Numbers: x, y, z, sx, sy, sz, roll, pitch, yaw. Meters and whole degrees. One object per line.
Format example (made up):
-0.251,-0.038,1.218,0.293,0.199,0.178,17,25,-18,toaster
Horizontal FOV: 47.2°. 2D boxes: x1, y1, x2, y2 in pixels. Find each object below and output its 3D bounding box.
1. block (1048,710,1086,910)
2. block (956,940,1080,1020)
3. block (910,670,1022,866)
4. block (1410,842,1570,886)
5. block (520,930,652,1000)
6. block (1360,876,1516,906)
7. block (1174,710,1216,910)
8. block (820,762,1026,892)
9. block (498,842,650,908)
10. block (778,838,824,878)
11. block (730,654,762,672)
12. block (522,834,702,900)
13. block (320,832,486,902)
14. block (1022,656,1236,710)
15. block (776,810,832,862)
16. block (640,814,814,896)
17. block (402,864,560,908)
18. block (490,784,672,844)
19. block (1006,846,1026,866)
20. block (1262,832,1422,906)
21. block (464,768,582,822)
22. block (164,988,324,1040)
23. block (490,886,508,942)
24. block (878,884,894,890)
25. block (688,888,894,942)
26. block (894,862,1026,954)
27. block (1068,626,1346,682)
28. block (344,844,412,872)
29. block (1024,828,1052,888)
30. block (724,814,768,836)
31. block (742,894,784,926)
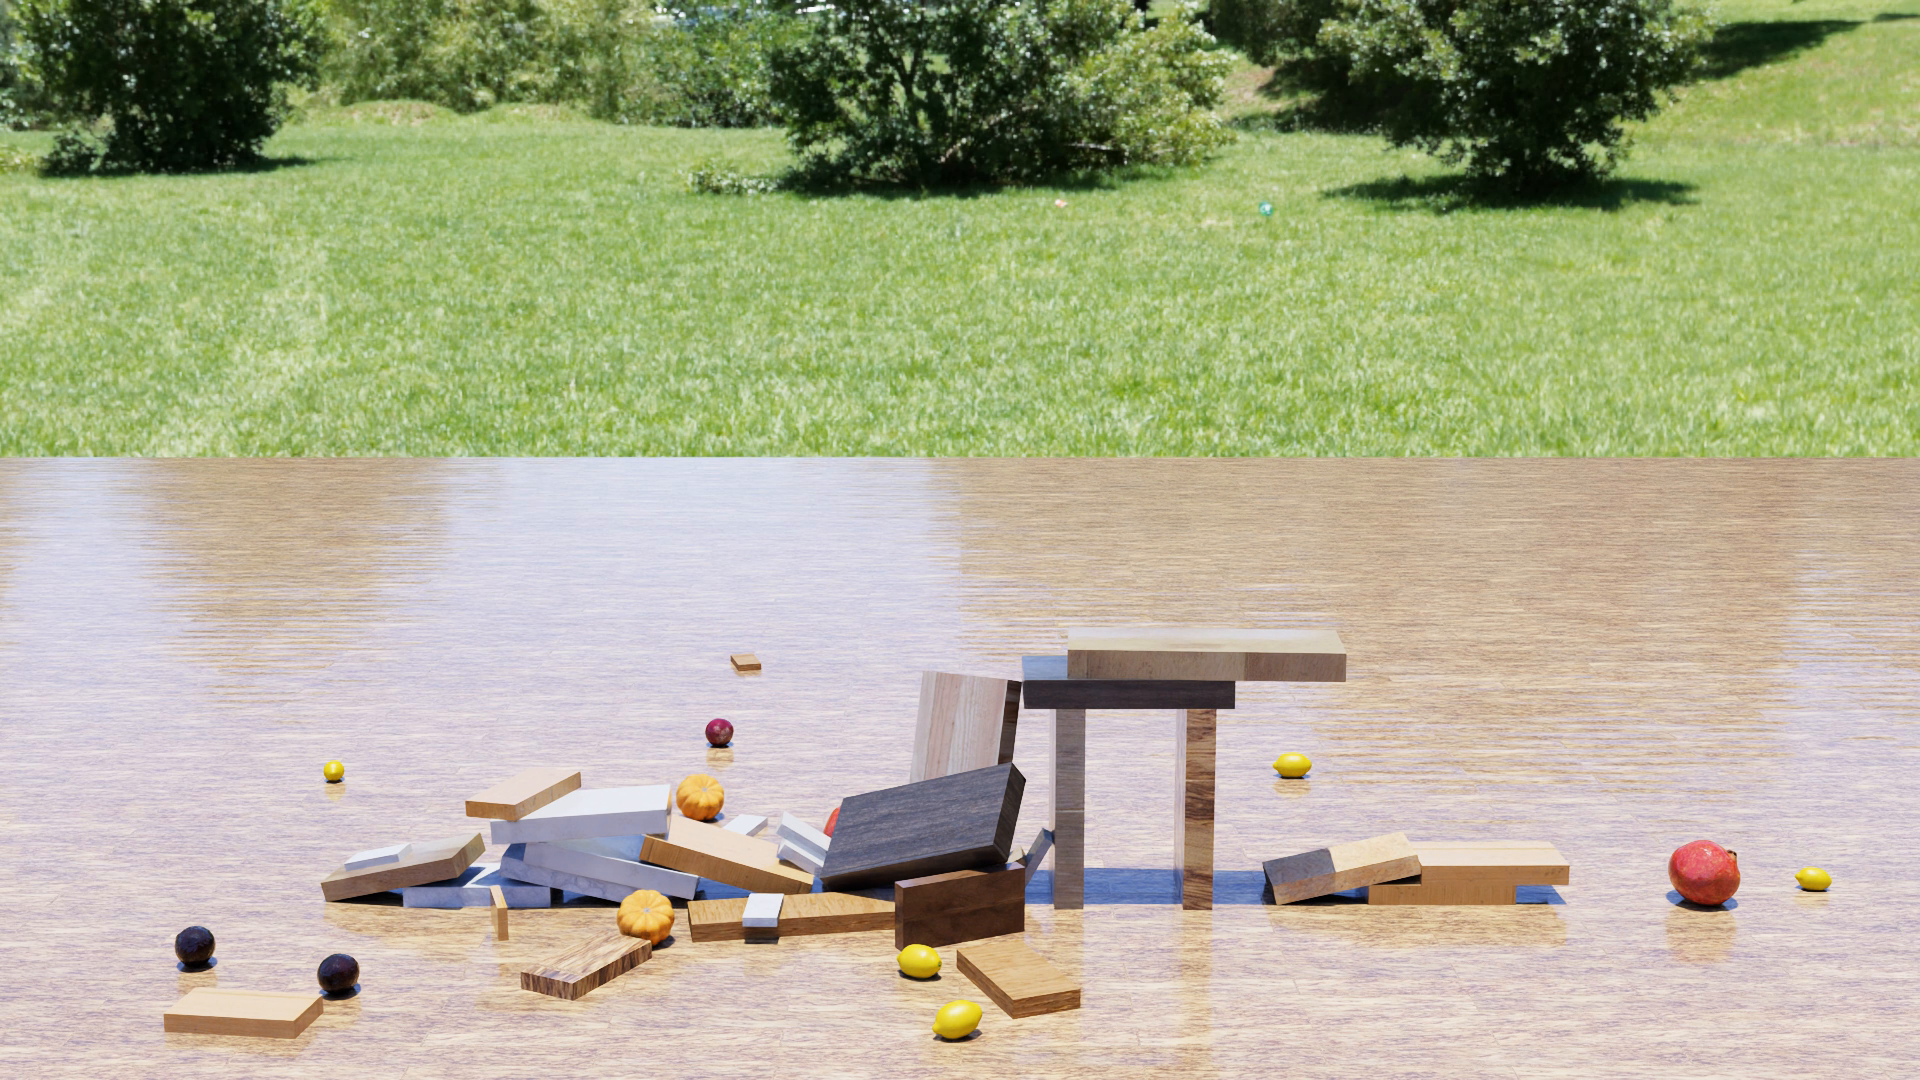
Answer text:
0.177,0.422,3.646,0.048,0.338,0.169,0,11,-1,block
0.085,0.650,3.263,0.107,0.030,0.213,-4,11,-22,block
0.000,0.393,3.665,0.167,0.334,0.047,4,-6,32,block
0.877,0.539,3.664,0.242,0.034,0.121,0,11,-1,block
-0.562,0.641,3.319,0.097,0.027,0.194,6,12,28,block
0.792,0.572,3.670,0.242,0.034,0.121,0,11,0,block
0.388,0.423,3.643,0.048,0.338,0.169,0,11,0,block
-0.061,0.471,3.582,0.334,0.047,0.167,-15,39,29,block
-0.634,0.548,3.657,0.240,0.034,0.120,13,10,-1,block
-0.236,0.542,3.677,0.141,0.020,0.071,32,9,-6,block
-0.510,0.291,5.238,0.054,0.015,0.109,-3,11,-16,block
-0.569,0.525,3.654,0.284,0.040,0.142,13,10,-2,block
-0.925,0.543,3.656,0.240,0.034,0.120,-12,11,13,block
0.272,0.233,3.609,0.338,0.048,0.169,0,11,0,block
-0.242,0.510,3.698,0.141,0.020,0.071,32,9,-6,block
-0.385,0.528,3.660,0.283,0.040,0.142,17,10,-5,block
-0.792,0.574,3.662,0.240,0.034,0.120,0,11,0,block
-0.623,0.453,3.635,0.283,0.040,0.142,-4,10,-4,block
0.058,0.554,3.671,0.112,0.016,0.056,-30,10,4,block
0.634,0.546,3.665,0.242,0.034,0.121,-13,10,2,block
-0.723,0.421,3.649,0.097,0.027,0.194,2,11,23,block
-1.021,0.675,3.138,0.193,0.027,0.097,1,11,8,block
-0.734,0.594,3.501,0.015,0.054,0.109,-3,11,-18,block
-0.109,0.566,3.676,0.141,0.020,0.071,9,8,2,block
-0.198,0.599,3.538,0.471,0.030,0.107,-2,11,-10,block
0.001,0.576,3.452,0.213,0.107,0.030,-5,12,-26,block
0.399,0.186,3.598,0.444,0.047,0.167,1,11,4,block
-0.968,0.528,3.662,0.100,0.014,0.050,-12,11,14,block
0.118,0.538,3.661,0.016,0.113,0.056,29,9,-6,block
-0.394,0.523,3.987,0.054,0.015,0.109,3,11,17,block
-0.311,0.586,3.483,0.054,0.015,0.108,0,11,1,block
